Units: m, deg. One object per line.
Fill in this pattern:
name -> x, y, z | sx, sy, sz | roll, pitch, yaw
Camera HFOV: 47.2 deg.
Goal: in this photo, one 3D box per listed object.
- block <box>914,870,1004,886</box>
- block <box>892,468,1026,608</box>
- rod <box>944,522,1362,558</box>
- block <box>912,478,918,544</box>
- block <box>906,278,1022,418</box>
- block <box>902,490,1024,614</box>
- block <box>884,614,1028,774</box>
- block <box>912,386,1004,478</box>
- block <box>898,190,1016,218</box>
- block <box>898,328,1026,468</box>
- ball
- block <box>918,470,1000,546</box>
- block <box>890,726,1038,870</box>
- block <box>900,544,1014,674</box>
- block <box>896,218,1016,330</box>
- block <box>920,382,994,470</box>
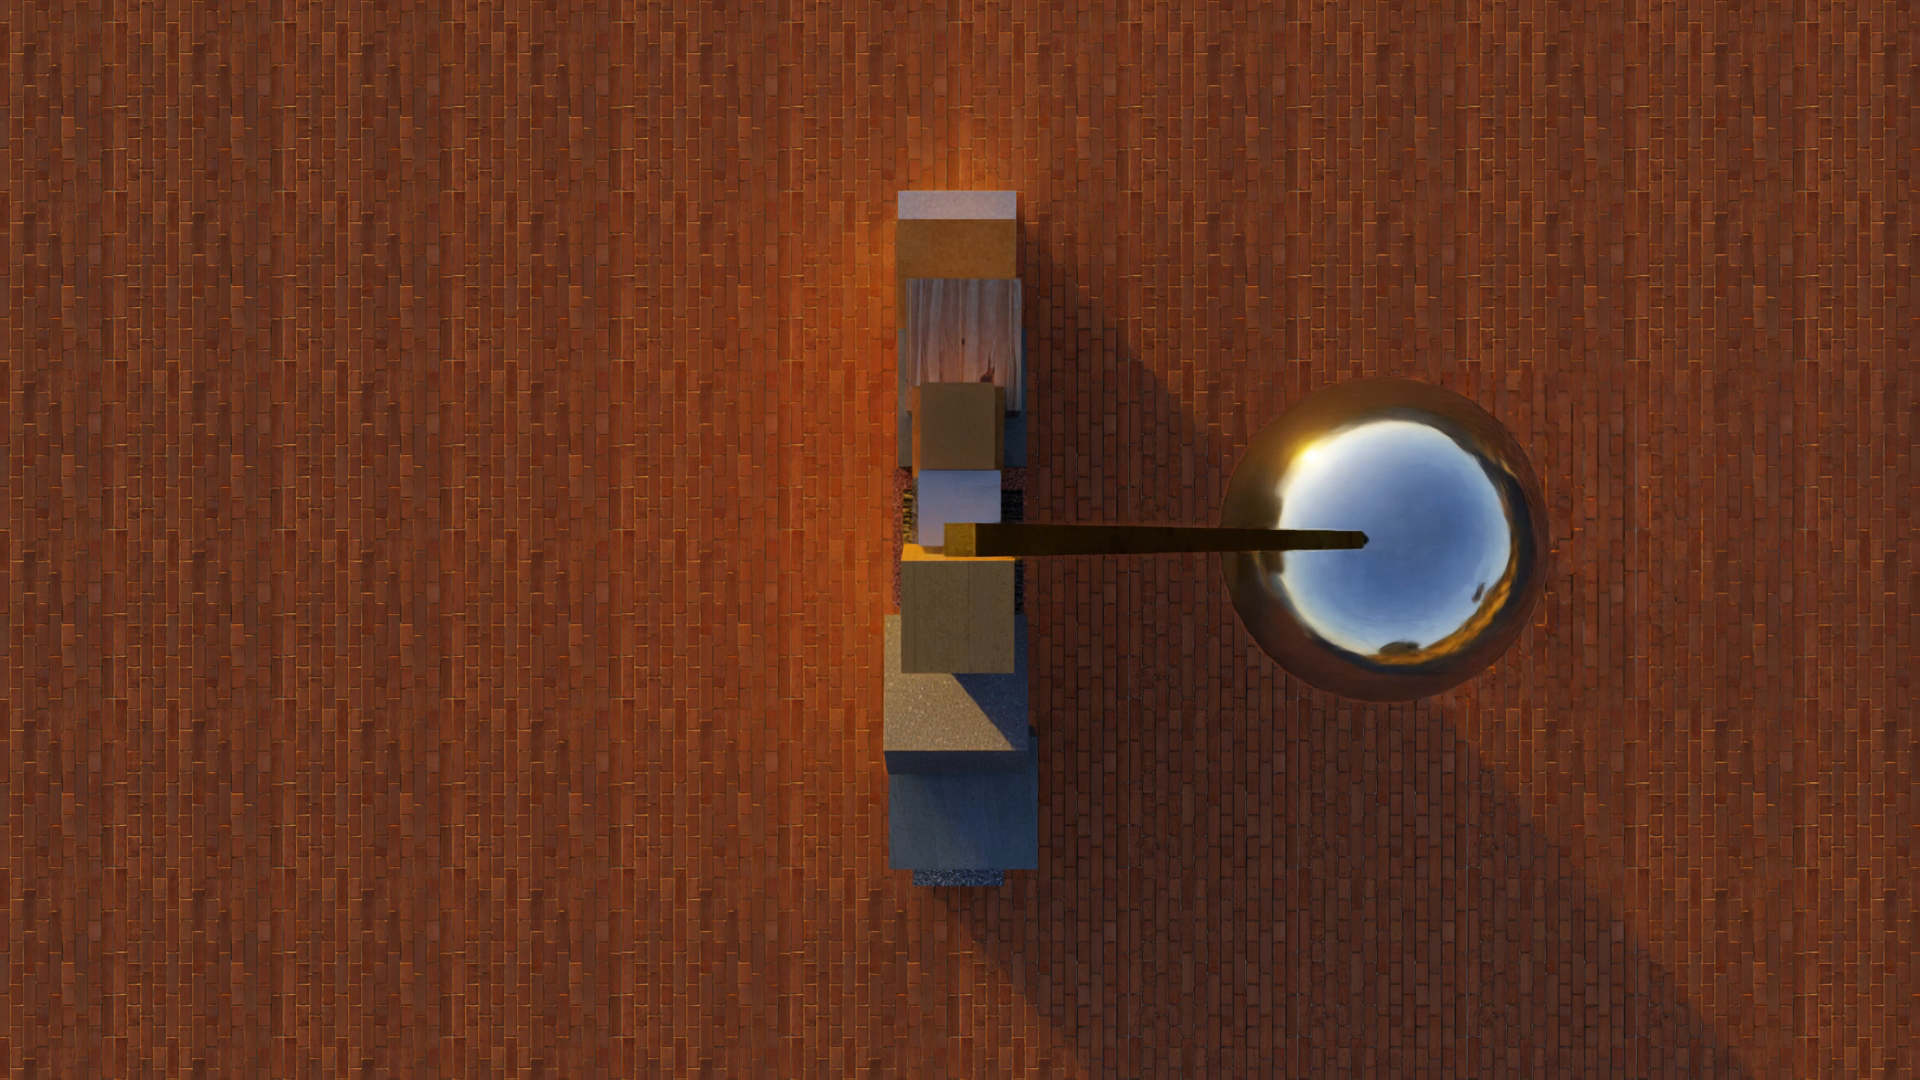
block -> -0.007, 1.703, 12.706 | 0.514, 0.588, 0.501 | 0, 90, 0
block -> -0.002, -0.009, 12.056 | 0.717, 0.646, 0.744 | 0, 89, 0
rod -> 0.899, 0.000, 7.600 | 0.080, 5.200, 0.080 | 0, 90, 20
block -> -0.018, -0.092, 10.832 | 0.425, 0.511, 0.433 | 0, 92, 0
block -> 0.018, -0.973, 11.263 | 0.575, 0.622, 0.656 | 0, 90, 0
block -> 0.015, 0.114, 11.386 | 0.608, 0.575, 0.649 | 0, 80, 0
block -> -0.018, 0.792, 11.195 | 0.714, 0.603, 0.692 | 0, 73, 0
block -> -0.008, -0.527, 10.758 | 0.441, 0.395, 0.439 | 0, 92, 0
block -> -0.016, -1.609, 12.651 | 0.660, 0.698, 0.689 | 0, 90, 0
block -> 0.012, -0.749, 11.954 | 0.678, 0.762, 0.724 | 0, 90, 0
ball -> 2.074, 0.000, 10.790 | 1.600, 1.600, 1.600 | 0, 90, 0
block -> -0.001, -0.154, 10.388 | 0.382, 0.369, 0.354 | 0, 92, 0
block -> 0.017, 1.369, 11.798 | 0.772, 0.718, 0.688 | 0, 90, 0
block -> -0.010, 0.314, 10.317 | 0.518, 0.575, 0.519 | 0, 98, 0
block -> -0.020, -1.416, 12.018 | 0.635, 0.567, 0.594 | 0, 90, 0
block -> -0.010, -0.533, 10.363 | 0.342, 0.394, 0.404 | 0, 92, 0
